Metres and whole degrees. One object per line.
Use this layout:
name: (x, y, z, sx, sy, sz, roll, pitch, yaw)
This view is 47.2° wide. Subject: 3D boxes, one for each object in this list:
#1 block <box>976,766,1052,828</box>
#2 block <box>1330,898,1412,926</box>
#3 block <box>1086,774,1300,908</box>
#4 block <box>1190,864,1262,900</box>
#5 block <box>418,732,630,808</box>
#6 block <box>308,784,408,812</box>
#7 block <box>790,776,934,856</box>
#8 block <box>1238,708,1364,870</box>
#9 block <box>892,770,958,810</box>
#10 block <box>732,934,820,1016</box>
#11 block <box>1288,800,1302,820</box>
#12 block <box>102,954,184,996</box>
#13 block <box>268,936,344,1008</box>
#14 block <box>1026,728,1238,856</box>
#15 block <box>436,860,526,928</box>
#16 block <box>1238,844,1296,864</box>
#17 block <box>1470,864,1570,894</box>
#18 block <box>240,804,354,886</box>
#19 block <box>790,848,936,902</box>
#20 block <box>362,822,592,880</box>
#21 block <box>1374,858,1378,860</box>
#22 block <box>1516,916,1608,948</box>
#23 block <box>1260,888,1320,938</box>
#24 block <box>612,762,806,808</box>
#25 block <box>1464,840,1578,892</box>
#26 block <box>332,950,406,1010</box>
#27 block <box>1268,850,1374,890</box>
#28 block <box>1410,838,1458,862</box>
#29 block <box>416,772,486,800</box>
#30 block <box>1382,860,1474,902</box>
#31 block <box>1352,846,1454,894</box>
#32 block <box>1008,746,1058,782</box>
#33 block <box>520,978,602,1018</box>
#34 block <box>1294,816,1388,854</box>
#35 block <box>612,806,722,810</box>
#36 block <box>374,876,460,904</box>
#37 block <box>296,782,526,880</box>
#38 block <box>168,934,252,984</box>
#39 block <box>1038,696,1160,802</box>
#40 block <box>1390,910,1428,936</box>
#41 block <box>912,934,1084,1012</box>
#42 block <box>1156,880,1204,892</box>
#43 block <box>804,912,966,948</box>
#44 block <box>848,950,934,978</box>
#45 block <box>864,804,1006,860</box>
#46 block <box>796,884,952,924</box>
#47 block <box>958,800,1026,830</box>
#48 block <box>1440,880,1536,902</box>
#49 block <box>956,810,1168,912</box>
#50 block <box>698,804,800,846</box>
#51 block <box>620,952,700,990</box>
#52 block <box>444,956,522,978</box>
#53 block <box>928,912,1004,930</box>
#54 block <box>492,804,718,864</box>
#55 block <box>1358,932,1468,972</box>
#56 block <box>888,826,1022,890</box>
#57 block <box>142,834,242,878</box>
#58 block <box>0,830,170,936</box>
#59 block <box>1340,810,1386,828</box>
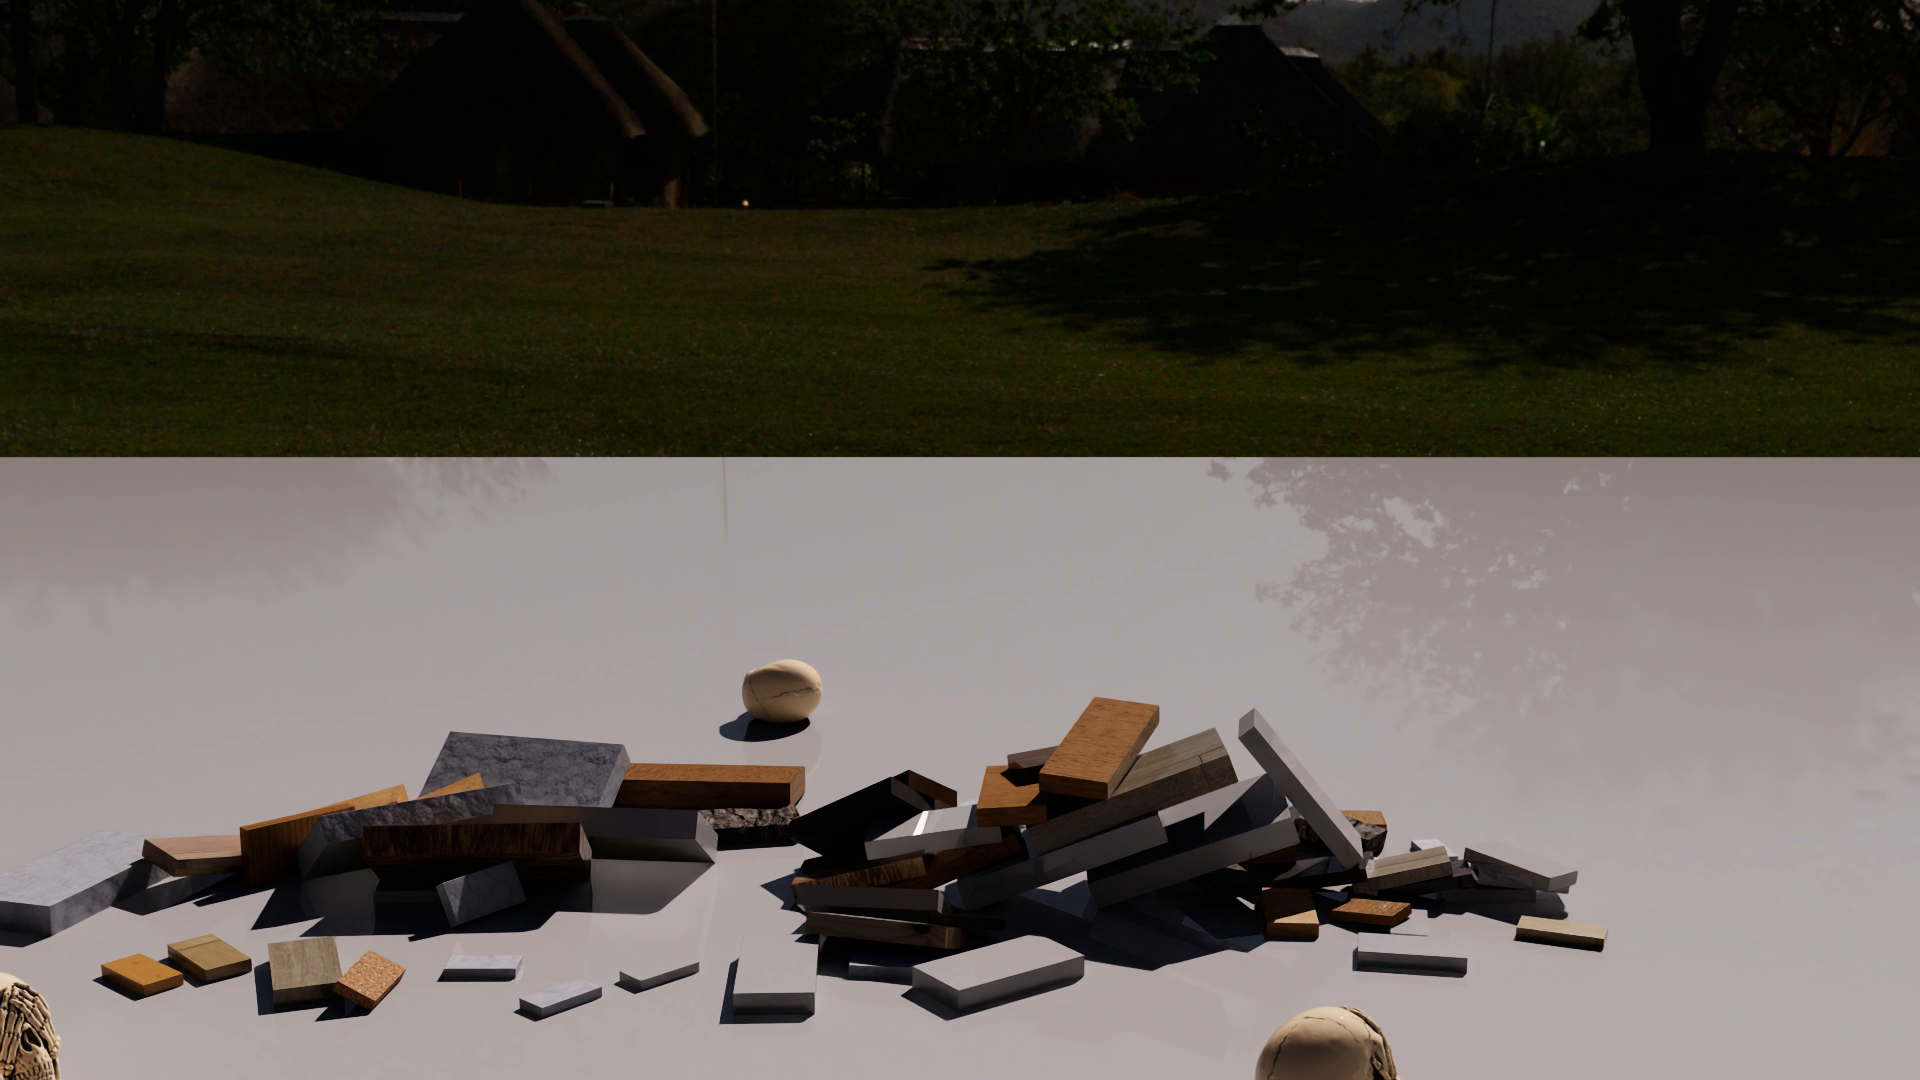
block: (0.093, 0.422, 3.653, 0.112, 0.032, 0.225, -4, 11, 6)
block: (0.659, 0.596, 3.529, 0.116, 0.016, 0.058, -2, 11, 42)
block: (0.380, 0.495, 3.648, 0.347, 0.049, 0.174, -19, 19, 7)
block: (0.431, 0.558, 3.656, 0.079, 0.022, 0.158, -4, 11, -18)
block: (-0.804, 0.447, 4.050, 0.352, 0.050, 0.176, 3, 46, 15)
block: (-1.104, 0.497, 3.943, 0.214, 0.030, 0.107, -16, 12, -5)
block: (-0.168, 0.477, 3.748, 0.229, 0.032, 0.114, -27, -42, 29)
block: (0.567, 0.413, 3.663, 0.033, 0.285, 0.118, -39, 3, 13)
block: (-0.125, 0.467, 3.806, 0.114, 0.032, 0.229, 29, -42, -35)
block: (-0.272, 0.646, 3.278, 0.117, 0.033, 0.234, 0, 11, -2)
block: (0.489, 0.493, 3.823, 0.243, 0.022, 0.079, -21, 1, 41)
block: (-1.225, 0.651, 3.293, 0.125, 0.018, 0.063, 9, 14, 40)
block: (-0.981, 0.645, 3.294, 0.099, 0.028, 0.197, -4, 11, -19)
block: (0.278, 0.414, 3.640, 0.347, 0.049, 0.174, -21, 9, 3)
block: (-0.775, 0.573, 3.563, 0.020, 0.071, 0.142, -29, -10, 38)
block: (0.515, 0.529, 3.814, 0.104, 0.029, 0.208, -1, 1, 0)
block: (0.930, 0.558, 3.657, 0.149, 0.021, 0.075, 6, 11, 2)
block: (-1.131, 0.521, 3.767, 0.197, 0.099, 0.028, -10, 13, -42)
block: (-0.159, 0.544, 3.656, 0.226, 0.032, 0.113, -14, 11, 10)
block: (-0.800, 0.521, 3.662, 0.350, 0.050, 0.175, -1, -23, -3)
block: (0.705, 0.555, 3.770, 0.096, 0.014, 0.048, 14, 9, 26)
block: (0.950, 0.619, 3.470, 0.134, 0.016, 0.058, 4, 11, 22)
block: (0.530, 0.600, 3.550, 0.081, 0.023, 0.163, 1, 11, 3)
block: (-0.543, 0.463, 4.157, 0.477, 0.050, 0.176, 1, 4, 5)
block: (0.926, 0.538, 3.637, 0.082, 0.023, 0.165, -4, 14, -42)
block: (-0.869, 0.647, 3.238, 0.063, 0.018, 0.125, 28, 12, 1)
block: (0.605, 0.555, 3.675, 0.165, 0.023, 0.082, -11, 9, 20)
block: (0.833, 0.548, 3.860, 0.048, 0.014, 0.096, -2, 11, -10)
block: (-0.954, 0.488, 3.946, 0.214, 0.030, 0.107, -23, 16, -12)
block: (0.774, 0.565, 3.656, 0.149, 0.021, 0.075, -11, 9, 7)
block: (0.732, 0.550, 3.662, 0.165, 0.023, 0.082, -13, 9, 7)
block: (0.175, 0.372, 3.724, 0.170, 0.024, 0.085, -9, 12, -16)
block: (-0.582, 0.668, 3.209, 0.054, 0.015, 0.108, 9, 14, 42)
block: (0.627, 0.503, 3.903, 0.236, 0.033, 0.118, 16, 9, 26)
block: (-0.532, 0.504, 4.069, 0.258, 0.017, 0.062, 0, 5, 2)
block: (-0.897, 0.581, 3.660, 0.142, 0.020, 0.071, -1, 11, -3)
block: (-0.939, 0.498, 3.770, 0.350, 0.050, 0.175, -7, -24, -33)
block: (-1.146, 0.638, 3.357, 0.071, 0.020, 0.142, -9, 14, -41)
block: (0.236, 0.347, 3.683, 0.117, 0.033, 0.297, 6, 23, 20)
block: (0.713, 0.614, 3.495, 0.058, 0.016, 0.116, 2, 11, 11)
block: (0.058, 0.644, 3.285, 0.234, 0.033, 0.117, -8, 13, -35)
block: (0.375, 0.563, 3.752, 0.079, 0.022, 0.158, 1, 11, 4)
block: (-0.114, 0.604, 3.405, 0.225, 0.032, 0.113, 3, -9, 17)
block: (-0.103, 0.644, 3.333, 0.123, 0.017, 0.062, 1, 11, 6)
block: (-0.038, 0.480, 3.643, 0.226, 0.032, 0.113, -9, 12, 9)
block: (-0.135, 0.578, 3.484, 0.225, 0.032, 0.113, 0, -21, 11)
block: (0.136, 0.519, 3.987, 0.329, 0.024, 0.085, 7, 13, 33)
block: (0.876, 0.580, 3.665, 0.149, 0.021, 0.075, 0, 11, 1)
block: (0.168, 0.508, 3.647, 0.347, 0.049, 0.174, -20, 9, 5)
block: (-0.404, 0.517, 3.973, 0.229, 0.032, 0.114, -2, 11, -12)
block: (-0.452, 0.649, 3.309, 0.108, 0.015, 0.054, -10, 14, -43)
block: (-0.721, 0.646, 3.327, 0.108, 0.015, 0.054, 0, 11, 0)
block: (0.011, 0.597, 3.437, 0.062, 0.017, 0.123, 0, -11, 34)
block: (-0.606, 0.504, 3.767, 0.350, 0.050, 0.175, 1, -21, 6)
block: (0.693, 0.633, 3.376, 0.163, 0.023, 0.081, 2, 11, 10)
block: (-0.007, 0.529, 3.658, 0.226, 0.032, 0.113, -24, 9, 4)
block: (-1.263, 0.534, 3.738, 0.107, 0.030, 0.214, 18, 8, 39)
block: (-1.468, 0.566, 3.660, 0.176, 0.050, 0.352, 3, 11, 17)
block: (0.690, 0.516, 4.007, 0.163, 0.023, 0.081, 1, 11, 3)
